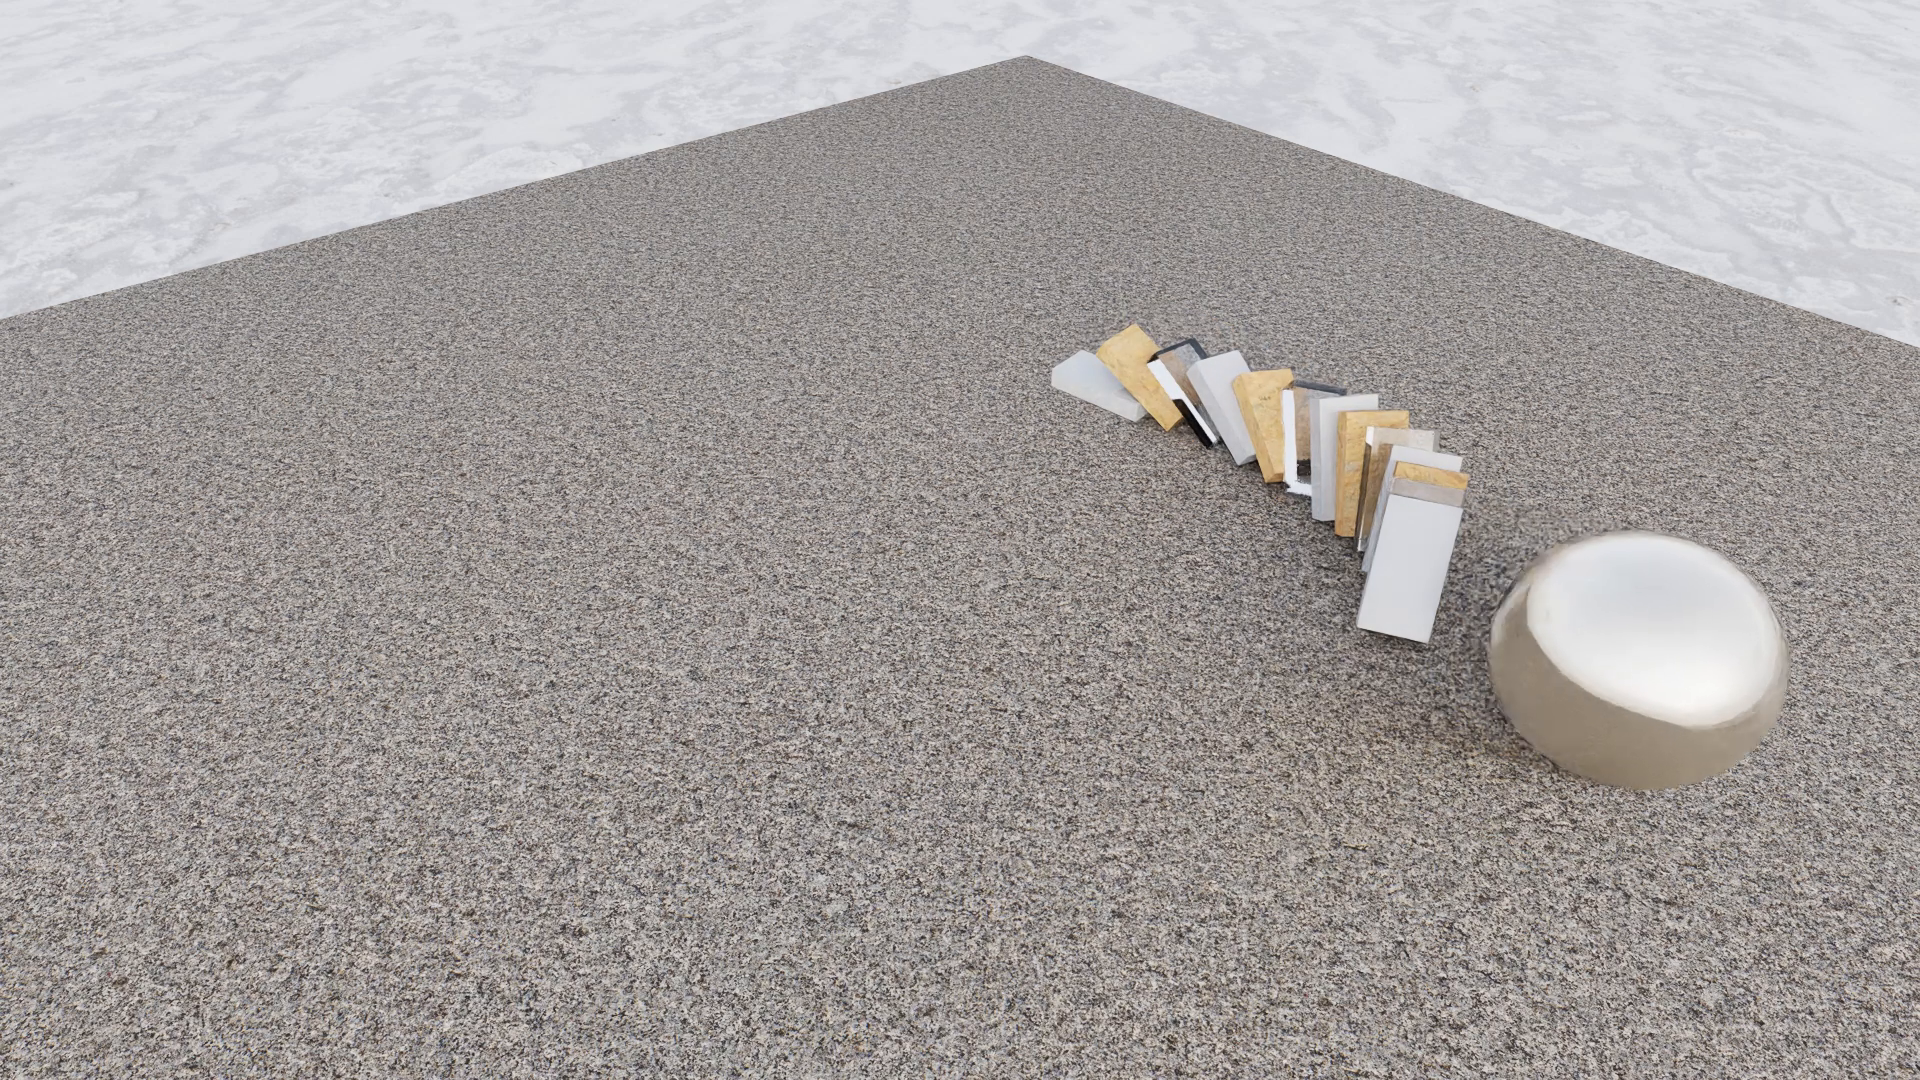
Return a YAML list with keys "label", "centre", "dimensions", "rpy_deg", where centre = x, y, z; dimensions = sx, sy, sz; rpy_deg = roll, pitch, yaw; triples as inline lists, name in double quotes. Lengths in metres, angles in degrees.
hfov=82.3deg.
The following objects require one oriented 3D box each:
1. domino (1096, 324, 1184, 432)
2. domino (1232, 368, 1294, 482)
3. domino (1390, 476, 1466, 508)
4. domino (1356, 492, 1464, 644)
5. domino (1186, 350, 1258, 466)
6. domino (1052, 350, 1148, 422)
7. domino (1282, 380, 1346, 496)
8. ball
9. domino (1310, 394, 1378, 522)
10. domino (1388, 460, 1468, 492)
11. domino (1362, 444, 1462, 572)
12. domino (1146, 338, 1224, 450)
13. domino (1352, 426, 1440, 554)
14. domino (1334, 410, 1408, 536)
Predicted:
- label: "domino"
  centre: [0.090, -0.077, 0.519]
  dimensions: [0.025, 0.009, 0.050]
  rpy_deg: [-35, 79, -36]
- label: "domino"
  centre: [0.141, -0.051, 0.486]
  dimensions: [0.025, 0.010, 0.050]
  rpy_deg: [-7, 68, -15]
- label: "domino"
  centre: [0.168, 0.004, 0.409]
  dimensions: [0.025, 0.050, 0.009]
  rpy_deg: [13, 10, 15]
- label: "domino"
  centre: [0.163, 0.010, 0.401]
  dimensions: [0.025, 0.050, 0.009]
  rpy_deg: [13, 10, 15]
- label: "domino"
  centre: [0.126, -0.060, 0.498]
  dimensions: [0.025, 0.009, 0.050]
  rpy_deg: [-18, 72, -23]
- label: "domino"
  centre: [0.072, -0.076, 0.536]
  dimensions: [0.050, 0.010, 0.025]
  rpy_deg: [29, 47, 31]
- label: "domino"
  centre: [0.154, -0.043, 0.475]
  dimensions: [0.025, 0.009, 0.050]
  rpy_deg: [9, 67, -9]
- label: "ball"
  centre: [0.209, 0.037, 0.343]
  dimensions: [0.080, 0.080, 0.080]
  rpy_deg: [0, 39, 0]
- label: "domino"
  centre: [0.159, -0.034, 0.455]
  dimensions: [0.025, 0.050, 0.009]
  rpy_deg: [-6, 10, -7]
- label: "domino"
  centre: [0.173, -0.003, 0.417]
  dimensions: [0.025, 0.050, 0.009]
  rpy_deg: [13, 10, 15]
- label: "domino"
  centre: [0.174, -0.010, 0.425]
  dimensions: [0.025, 0.050, 0.010]
  rpy_deg: [13, 10, 15]
- label: "domino"
  centre: [0.111, -0.068, 0.509]
  dimensions: [0.025, 0.009, 0.050]
  rpy_deg: [-24, 73, -26]
- label: "domino"
  centre: [0.173, -0.019, 0.436]
  dimensions: [0.025, 0.050, 0.010]
  rpy_deg: [4, 9, 5]
- label: "domino"
  centre: [0.167, -0.027, 0.446]
  dimensions: [0.025, 0.050, 0.009]
  rpy_deg: [-2, 9, -2]
